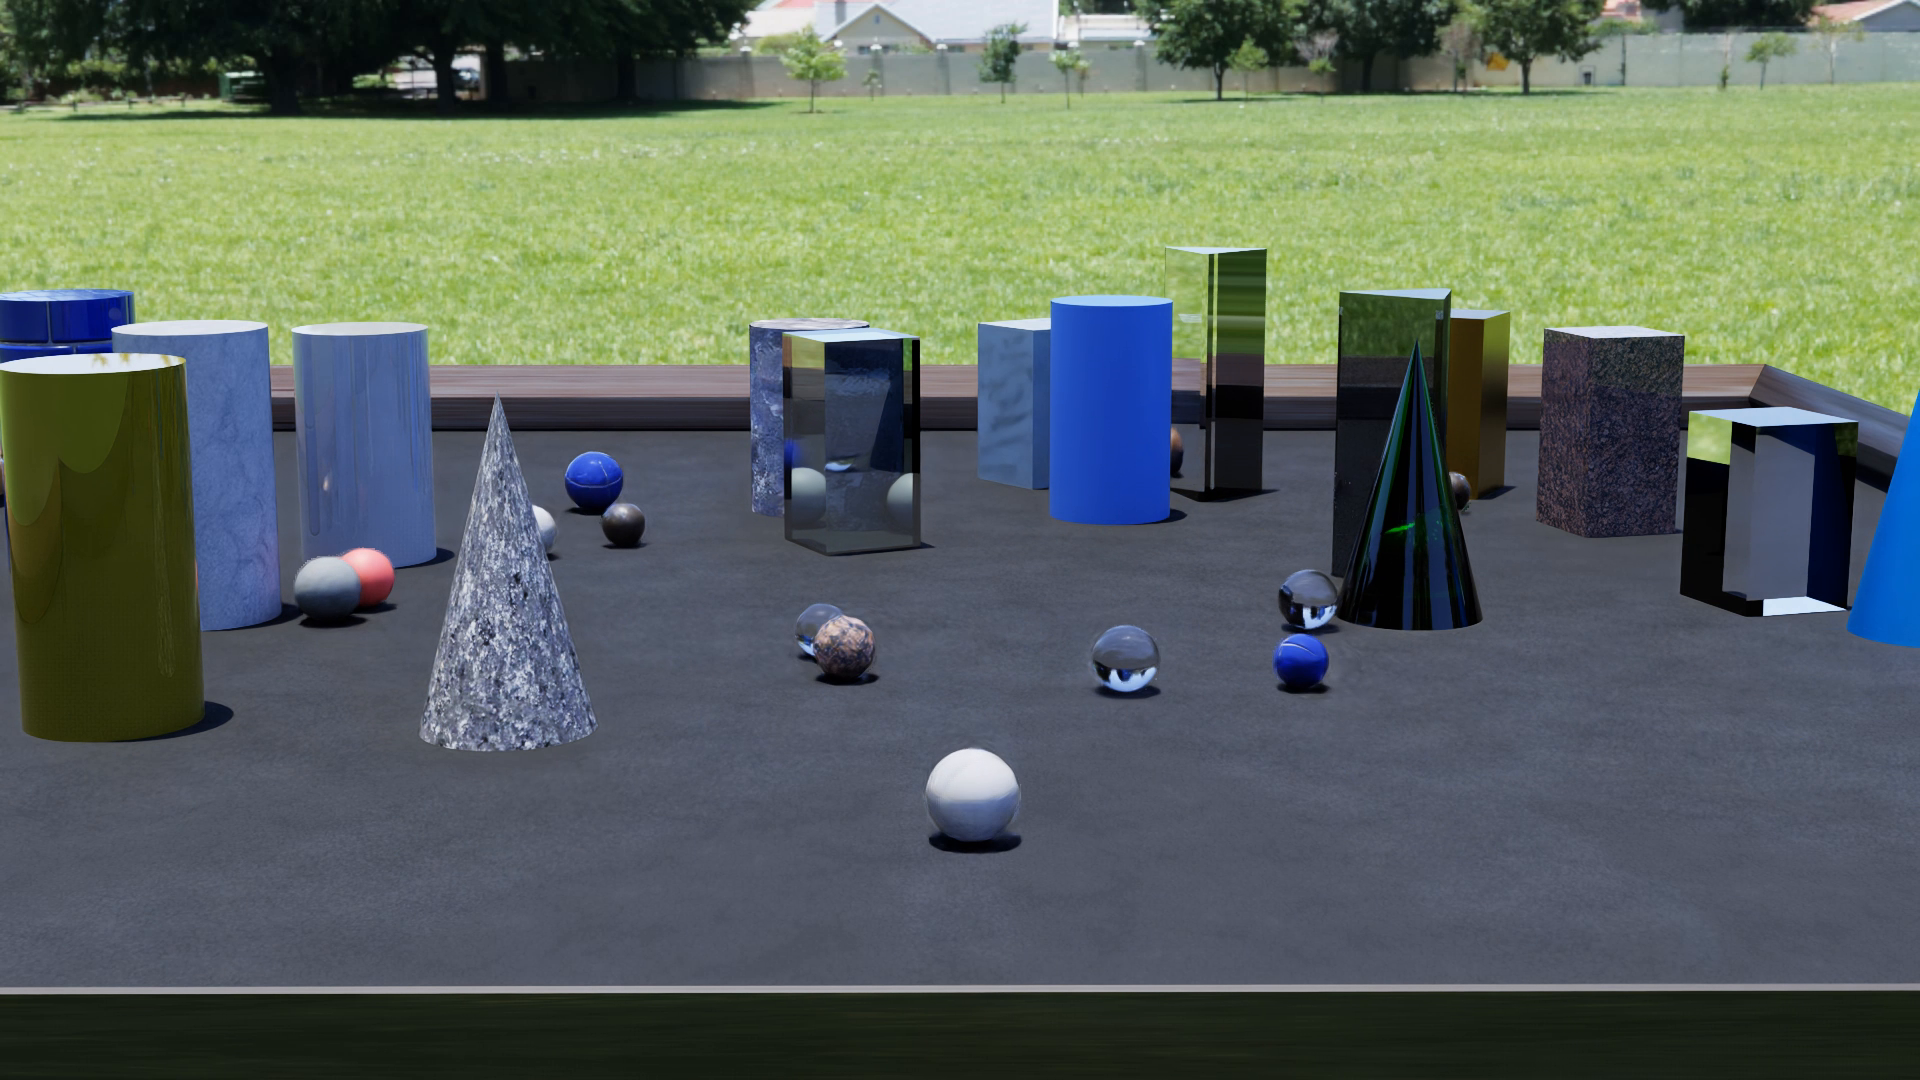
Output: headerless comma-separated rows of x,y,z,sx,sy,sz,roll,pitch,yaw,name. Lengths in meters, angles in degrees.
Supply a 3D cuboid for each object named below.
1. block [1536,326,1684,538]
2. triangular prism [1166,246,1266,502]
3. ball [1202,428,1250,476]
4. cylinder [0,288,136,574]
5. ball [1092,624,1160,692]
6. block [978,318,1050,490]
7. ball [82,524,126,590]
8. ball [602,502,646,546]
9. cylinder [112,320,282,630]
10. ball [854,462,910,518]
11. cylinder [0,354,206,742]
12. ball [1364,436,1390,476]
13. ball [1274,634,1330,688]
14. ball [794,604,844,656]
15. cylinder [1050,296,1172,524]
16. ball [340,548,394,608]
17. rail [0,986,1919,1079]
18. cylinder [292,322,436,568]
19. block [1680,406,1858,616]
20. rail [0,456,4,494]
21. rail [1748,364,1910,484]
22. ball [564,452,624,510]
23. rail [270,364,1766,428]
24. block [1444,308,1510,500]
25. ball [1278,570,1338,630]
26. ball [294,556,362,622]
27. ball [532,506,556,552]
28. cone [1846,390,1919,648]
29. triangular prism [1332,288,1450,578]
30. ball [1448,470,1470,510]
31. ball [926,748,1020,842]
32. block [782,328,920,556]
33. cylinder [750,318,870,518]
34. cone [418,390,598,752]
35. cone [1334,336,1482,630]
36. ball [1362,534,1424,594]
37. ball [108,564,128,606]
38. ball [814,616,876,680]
1.030,-0.175,4.070,0.158,0.312,0.158,-3,11,-16,block
0.410,-0.289,4.400,0.148,0.418,0.171,9,14,41,triangular prism
0.478,-0.159,4.611,0.085,0.085,0.085,0,10,0,ball
-1.295,-0.158,3.739,0.197,0.399,0.197,0,10,0,cylinder
0.195,0.139,3.015,0.079,0.079,0.079,0,10,0,ball
0.142,-0.244,4.539,0.158,0.277,0.158,-8,13,-36,block
-1.184,0.024,3.601,0.092,0.092,0.092,0,10,0,ball
-0.516,-0.024,3.932,0.067,0.067,0.067,0,10,0,ball
-1.011,-0.089,3.404,0.197,0.387,0.197,0,10,0,cylinder
-0.127,-0.082,4.173,0.092,0.092,0.092,0,10,0,ball
-0.953,0.004,2.855,0.197,0.403,0.197,0,10,0,cylinder
0.759,-0.150,4.591,0.074,0.074,0.074,0,10,0,ball
0.404,0.143,3.033,0.065,0.065,0.065,0,10,0,ball
-0.172,0.112,3.193,0.068,0.068,0.068,0,10,0,ball
0.245,-0.215,4.180,0.197,0.351,0.197,0,10,0,cylinder
-0.809,0.052,3.479,0.081,0.081,0.081,0,10,0,ball
0.010,0.353,1.720,3.287,0.128,0.045,0,10,0,rail
-0.885,-0.143,3.814,0.197,0.344,0.197,0,10,0,cylinder
1.102,-0.041,3.502,0.158,0.257,0.158,-3,11,-17,block
-1.620,0.035,3.440,0.045,0.128,3.564,0,10,0,rail
1.620,0.031,3.458,0.045,0.128,3.564,0,10,0,rail
-0.606,-0.098,4.245,0.097,0.097,0.097,0,10,0,ball
-0.010,-0.287,5.178,3.287,0.128,0.045,0,10,0,rail
0.845,-0.238,4.429,0.158,0.307,0.158,6,12,27,block
0.455,0.077,3.352,0.078,0.078,0.078,0,10,0,ball
-0.835,0.066,3.391,0.087,0.087,0.087,0,10,0,ball
-0.642,-0.012,3.829,0.080,0.080,0.080,0,10,0,ball
1.256,-0.100,3.295,0.197,0.447,0.197,0,10,0,cone
0.650,-0.149,3.665,0.171,0.410,0.148,10,15,44,triangular prism
0.804,-0.079,4.218,0.070,0.070,0.070,0,10,0,ball
0.012,0.242,2.433,0.089,0.089,0.089,0,10,0,ball
-0.166,-0.153,3.927,0.158,0.323,0.158,-5,12,-27,block
-0.247,-0.204,4.239,0.197,0.308,0.197,0,10,0,cylinder
-0.502,0.023,2.820,0.197,0.380,0.197,0,10,0,cone
0.601,-0.084,3.409,0.197,0.375,0.197,0,10,0,cone
0.603,0.034,3.574,0.083,0.083,0.083,0,10,0,ball
-1.128,0.060,3.493,0.060,0.060,0.060,0,10,0,ball
-0.139,0.129,3.080,0.075,0.075,0.075,0,10,0,ball
